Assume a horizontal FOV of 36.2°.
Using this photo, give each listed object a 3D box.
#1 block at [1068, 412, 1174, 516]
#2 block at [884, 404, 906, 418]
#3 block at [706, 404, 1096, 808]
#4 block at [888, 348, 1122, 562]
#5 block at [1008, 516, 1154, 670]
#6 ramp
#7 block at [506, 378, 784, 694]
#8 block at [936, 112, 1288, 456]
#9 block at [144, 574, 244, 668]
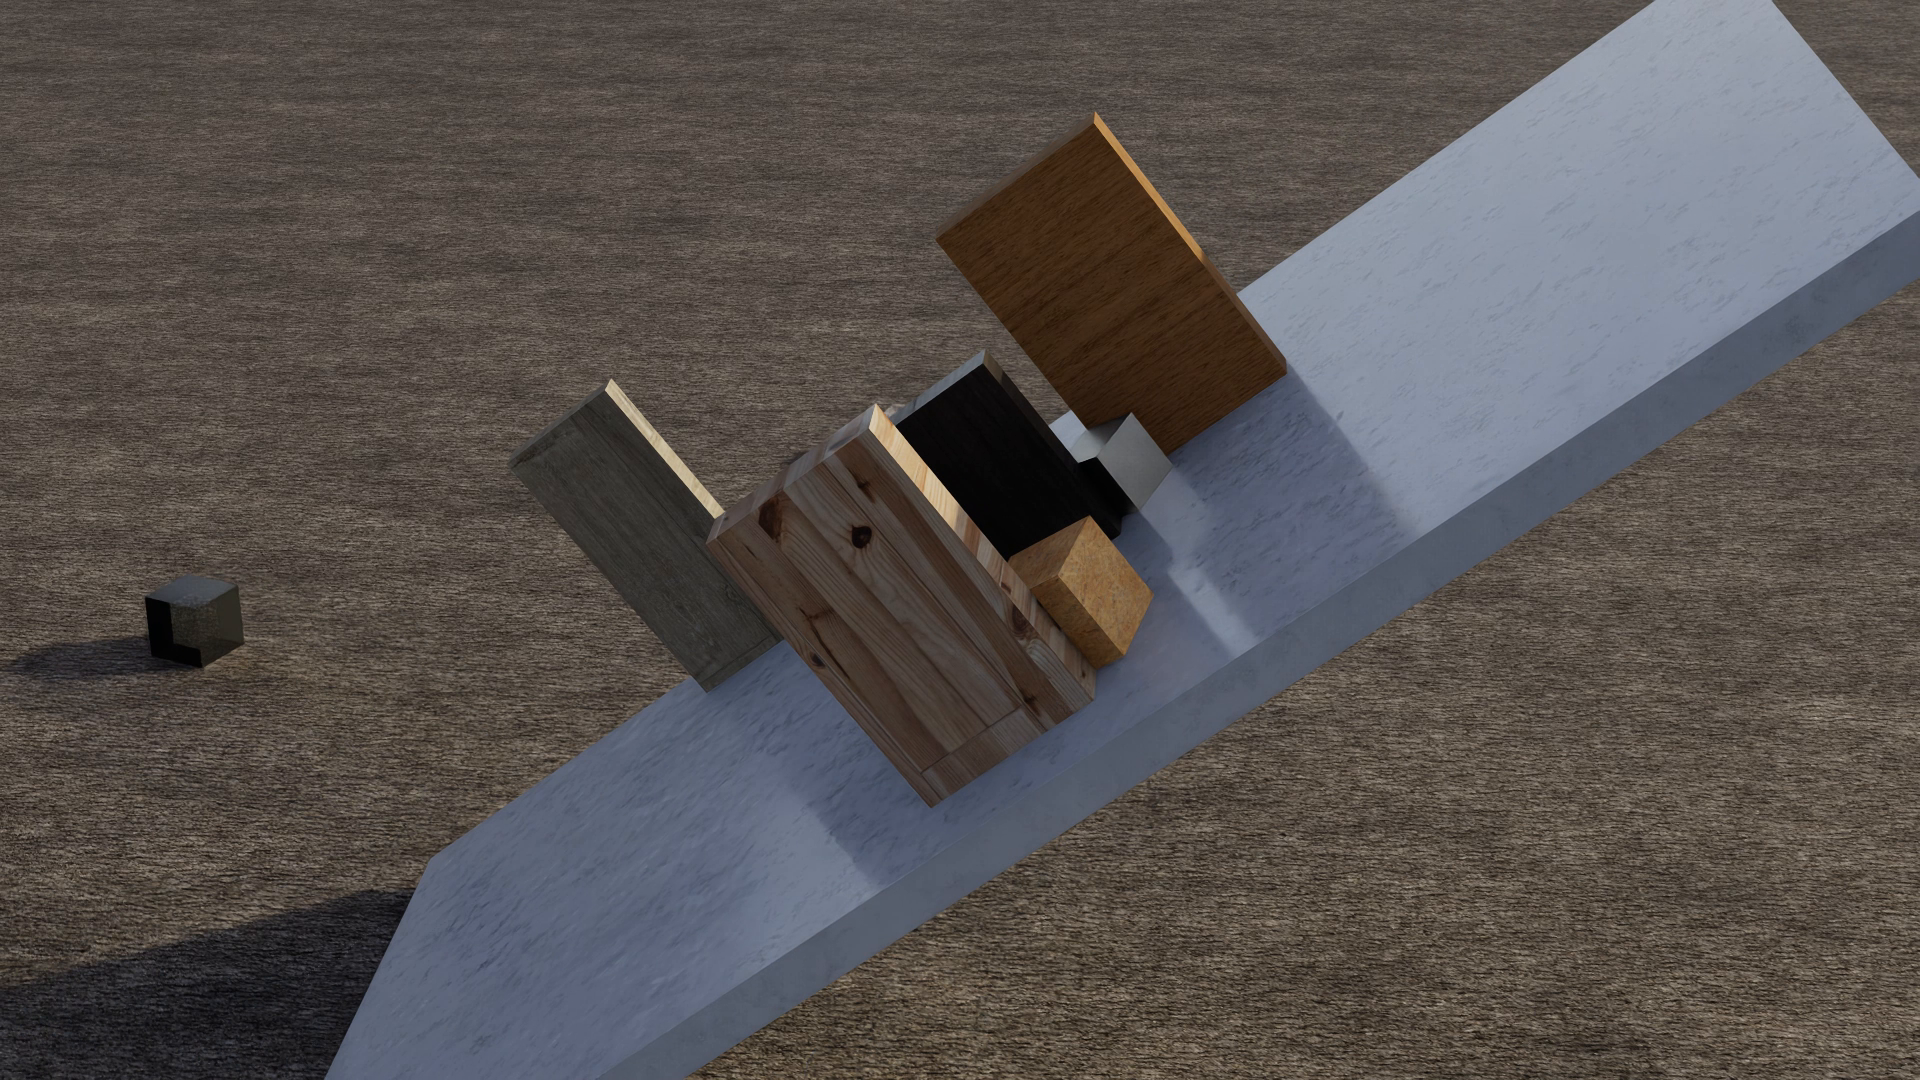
[{"bbox_3d":[0.327,-0.151,6.312,0.153,0.153,0.153,-20,25,50],"label":"block"},{"bbox_3d":[-0.196,-0.388,10.725,0.159,0.159,0.159,9,24,19],"label":"block"},{"bbox_3d":[-0.106,0.130,5.546,0.391,0.679,0.131,-35,16,17],"label":"block"},{"bbox_3d":[0.042,-0.099,6.225,0.393,0.475,0.093,-35,16,17],"label":"block"},{"bbox_3d":[0.207,0.127,5.714,0.210,0.210,0.210,-28,19,35],"label":"block"},{"bbox_3d":[0.126,0.181,6.328,4.000,0.100,2.000,-35,16,17],"label":"ramp"},{"bbox_3d":[-0.736,-0.004,7.212,0.318,0.762,0.084,-35,16,17],"label":"block"},{"bbox_3d":[0.328,-0.517,6.326,0.423,0.689,0.096,-35,16,17],"label":"block"},{"bbox_3d":[-2.384,0.251,9.163,0.201,0.201,0.201,11,25,25],"label":"block"}]
